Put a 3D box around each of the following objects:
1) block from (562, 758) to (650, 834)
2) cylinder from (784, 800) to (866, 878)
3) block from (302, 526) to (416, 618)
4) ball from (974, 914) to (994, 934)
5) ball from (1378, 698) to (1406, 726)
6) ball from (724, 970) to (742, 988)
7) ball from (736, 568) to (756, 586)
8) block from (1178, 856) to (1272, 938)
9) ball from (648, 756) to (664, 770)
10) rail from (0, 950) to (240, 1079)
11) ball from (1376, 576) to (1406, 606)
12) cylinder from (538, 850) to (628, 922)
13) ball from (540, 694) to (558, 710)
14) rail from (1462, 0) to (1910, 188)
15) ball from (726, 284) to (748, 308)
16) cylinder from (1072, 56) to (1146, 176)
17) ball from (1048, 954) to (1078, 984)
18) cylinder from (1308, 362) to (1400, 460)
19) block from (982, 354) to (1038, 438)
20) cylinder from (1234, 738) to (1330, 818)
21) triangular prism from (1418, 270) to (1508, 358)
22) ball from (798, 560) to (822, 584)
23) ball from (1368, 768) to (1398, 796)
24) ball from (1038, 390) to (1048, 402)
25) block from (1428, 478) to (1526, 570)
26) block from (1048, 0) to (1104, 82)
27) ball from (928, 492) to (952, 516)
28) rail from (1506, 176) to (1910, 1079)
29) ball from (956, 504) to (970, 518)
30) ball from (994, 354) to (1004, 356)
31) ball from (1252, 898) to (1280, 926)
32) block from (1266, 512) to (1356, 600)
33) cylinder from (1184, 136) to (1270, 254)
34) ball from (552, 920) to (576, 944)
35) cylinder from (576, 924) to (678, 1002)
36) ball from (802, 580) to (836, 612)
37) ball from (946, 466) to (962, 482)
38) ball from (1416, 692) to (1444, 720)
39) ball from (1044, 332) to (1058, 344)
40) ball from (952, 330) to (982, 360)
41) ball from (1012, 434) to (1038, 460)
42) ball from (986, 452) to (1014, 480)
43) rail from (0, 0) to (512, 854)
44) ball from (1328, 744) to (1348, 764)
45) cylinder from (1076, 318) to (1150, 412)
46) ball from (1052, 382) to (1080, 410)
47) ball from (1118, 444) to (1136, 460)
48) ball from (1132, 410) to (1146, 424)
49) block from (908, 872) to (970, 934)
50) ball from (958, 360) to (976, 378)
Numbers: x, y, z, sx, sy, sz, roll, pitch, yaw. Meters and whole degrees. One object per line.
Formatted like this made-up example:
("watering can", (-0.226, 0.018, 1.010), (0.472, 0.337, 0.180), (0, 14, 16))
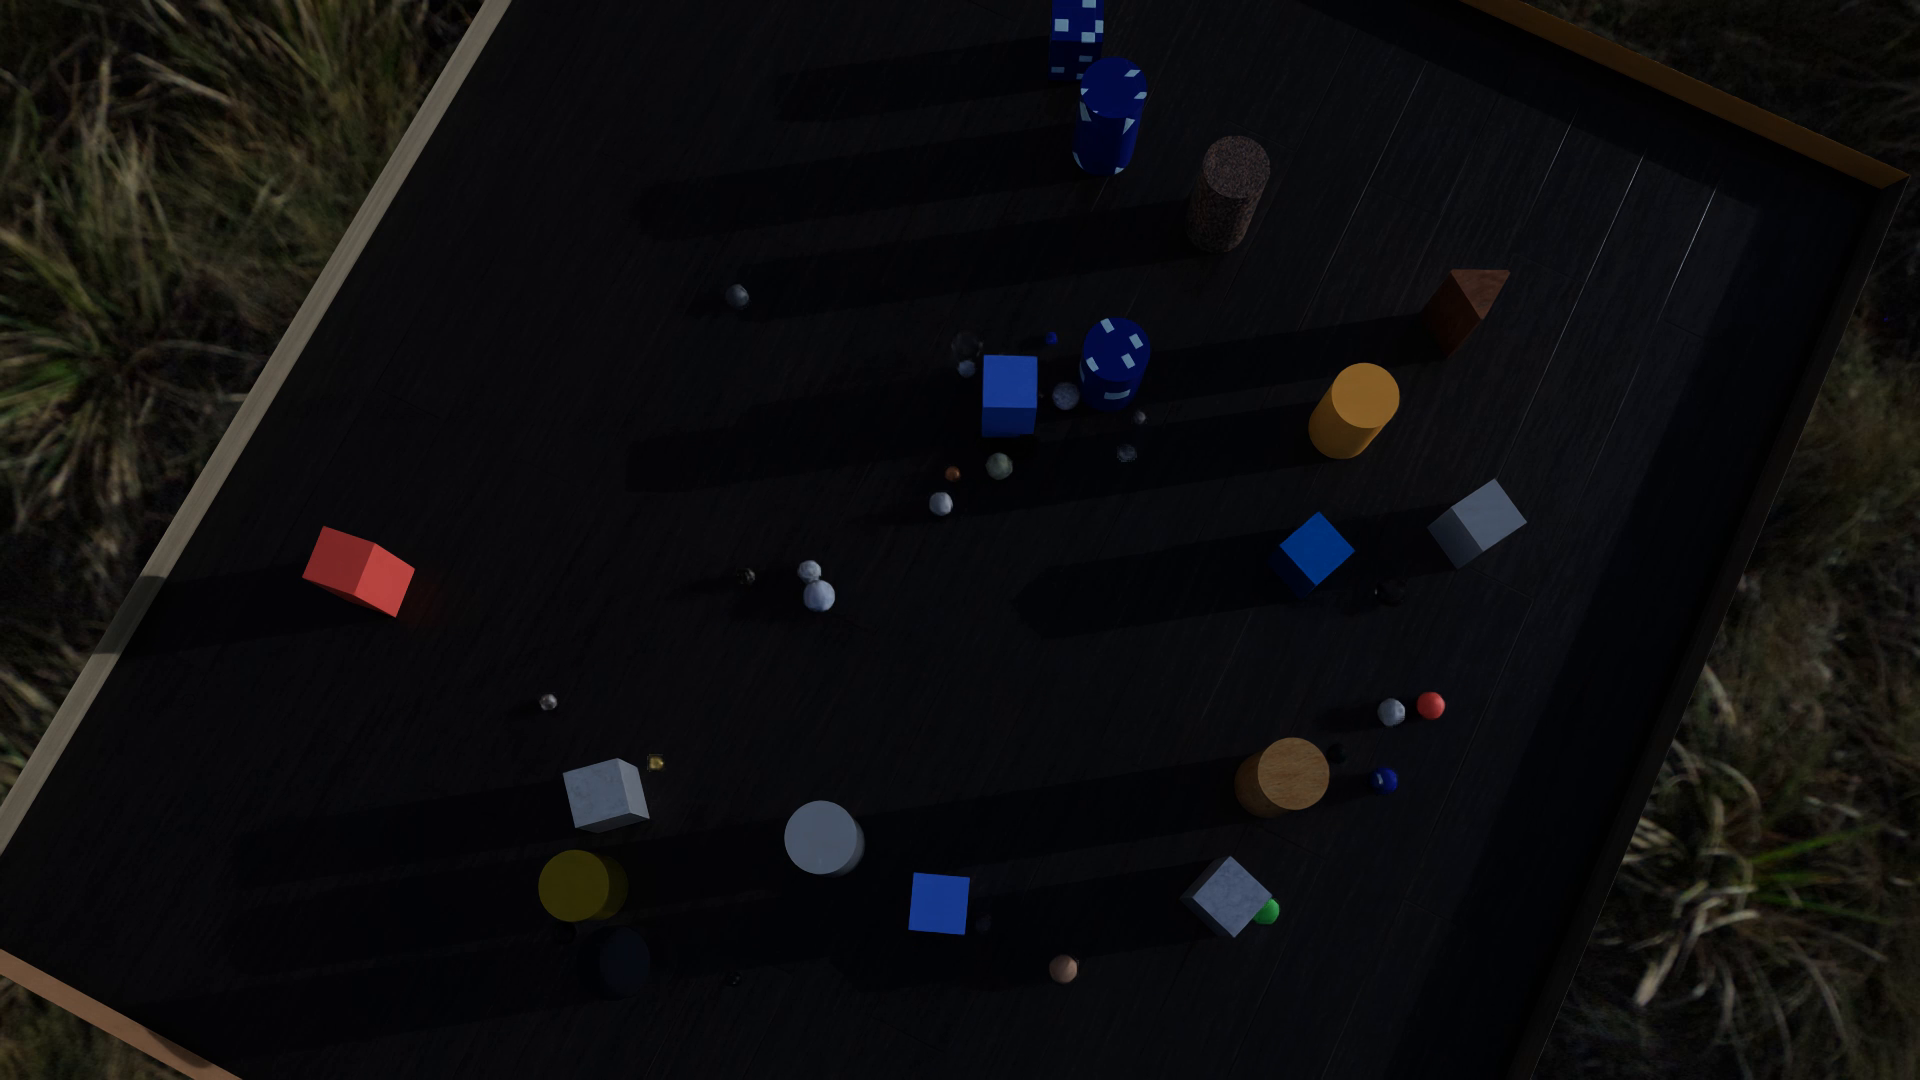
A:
("block", (-1.019, 0.742, 5.296), (0.158, 0.328, 0.158), (-15, 79, -3))
("cylinder", (-0.379, 0.854, 5.205), (0.198, 0.459, 0.198), (0, 78, 0))
("block", (-1.765, 0.097, 5.396), (0.158, 0.393, 0.158), (18, 79, 4))
("ball", (0.070, 1.122, 5.355), (0.058, 0.058, 0.058), (0, 78, 0))
("ball", (1.288, 0.515, 5.468), (0.083, 0.083, 0.083), (0, 78, 0))
("ball", (-0.660, 1.277, 5.328), (0.048, 0.048, 0.048), (0, 78, 0))
("ball", (-0.651, 0.112, 5.564), (0.057, 0.057, 0.057), (0, 78, 0))
("block", (0.755, 1.021, 5.240), (0.158, 0.324, 0.158), (43, 81, 8))
("ball", (-0.905, 0.665, 5.456), (0.045, 0.045, 0.045), (0, 78, 0))
("rail", (-1.046, 2.056, 5.124), (4.277, 0.129, 0.045), (26, 80, 5))
("ball", (1.302, 0.156, 5.538), (0.092, 0.092, 0.092), (0, 78, 0))
("cylinder", (-1.076, 0.994, 5.255), (0.198, 0.306, 0.198), (0, 78, 0))
("ball", (-1.232, 0.486, 5.490), (0.052, 0.052, 0.052), (0, 78, 0))
("rail", (1.046, -2.042, 5.973), (4.277, 0.129, 0.045), (26, 80, 5))
("ball", (-0.699, -0.763, 5.737), (0.073, 0.073, 0.073), (0, 78, 0))
("cylinder", (0.458, -1.303, 5.665), (0.198, 0.433, 0.198), (0, 78, 0))
("ball", (0.299, 1.245, 5.316), (0.084, 0.084, 0.084), (0, 78, 0))
("cylinder", (1.180, -0.383, 5.508), (0.198, 0.367, 0.198), (0, 78, 0))
("block", (0.148, -0.430, 5.531), (0.158, 0.342, 0.158), (1, 78, 0))
("cylinder", (0.916, 0.686, 5.248), (0.198, 0.443, 0.198), (0, 78, 0))
("triangular prism", (1.506, -0.715, 5.566), (0.148, 0.389, 0.171), (30, 80, 6))
("ball", (-0.457, 0.097, 5.560), (0.072, 0.072, 0.072), (0, 78, 0))
("ball", (1.254, 0.714, 5.426), (0.083, 0.083, 0.083), (0, 78, 0))
("ball", (0.249, -0.447, 5.687), (0.043, 0.043, 0.043), (0, 78, 0))
("block", (1.542, -0.045, 5.481), (0.158, 0.284, 0.158), (-33, 80, -6))
("block", (0.365, -1.589, 5.805), (0.158, 0.275, 0.158), (2, 78, 0))
("ball", (-0.060, -0.110, 5.601), (0.075, 0.075, 0.075), (0, 78, 0))
("rail", (1.891, 0.933, 5.357), (0.045, 0.129, 4.727), (26, 80, 5))
("ball", (0.008, -0.090, 5.613), (0.043, 0.043, 0.043), (0, 78, 0))
("ball", (0.119, -0.528, 5.678), (0.093, 0.093, 0.093), (0, 78, 0))
("ball", (0.889, 1.081, 5.350), (0.085, 0.085, 0.085), (0, 78, 0))
("block", (1.046, 0.049, 5.482), (0.158, 0.245, 0.158), (-40, 81, -8))
("cylinder", (0.812, -1.050, 5.603), (0.198, 0.453, 0.198), (0, 78, 0))
("ball", (-1.154, 1.146, 5.345), (0.068, 0.068, 0.068), (0, 78, 0))
("cylinder", (-0.925, 1.178, 5.127), (0.198, 0.481, 0.198), (0, 78, 0))
("ball", (-0.426, 0.170, 5.531), (0.099, 0.099, 0.099), (0, 78, 0))
("ball", (-0.020, -0.201, 5.632), (0.051, 0.051, 0.051), (0, 78, 0))
("ball", (1.405, 0.494, 5.471), (0.084, 0.084, 0.084), (0, 78, 0))
("ball", (0.284, -0.631, 5.727), (0.040, 0.040, 0.040), (0, 78, 0))
("ball", (0.022, -0.602, 5.652), (0.095, 0.095, 0.095), (0, 78, 0))
("ball", (0.200, -0.285, 5.635), (0.080, 0.080, 0.080), (0, 78, 0))
("ball", (0.121, -0.227, 5.621), (0.084, 0.084, 0.084), (0, 78, 0))
("rail", (-1.891, -0.919, 5.740), (0.045, 0.129, 4.727), (26, 80, 5))
("ball", (1.124, 0.635, 5.454), (0.061, 0.061, 0.061), (0, 78, 0))
("cylinder", (0.463, -0.528, 5.558), (0.198, 0.329, 0.198), (0, 78, 0))
("ball", (0.328, -0.446, 5.664), (0.089, 0.089, 0.089), (0, 78, 0))
("ball", (0.515, -0.271, 5.647), (0.050, 0.050, 0.050), (0, 78, 0))
("ball", (0.555, -0.379, 5.673), (0.042, 0.042, 0.042), (0, 78, 0))
("block", (-0.058, 1.046, 5.268), (0.158, 0.259, 0.158), (5, 78, 1))
("ball", (0.022, -0.532, 5.697), (0.057, 0.057, 0.057), (0, 78, 0))
